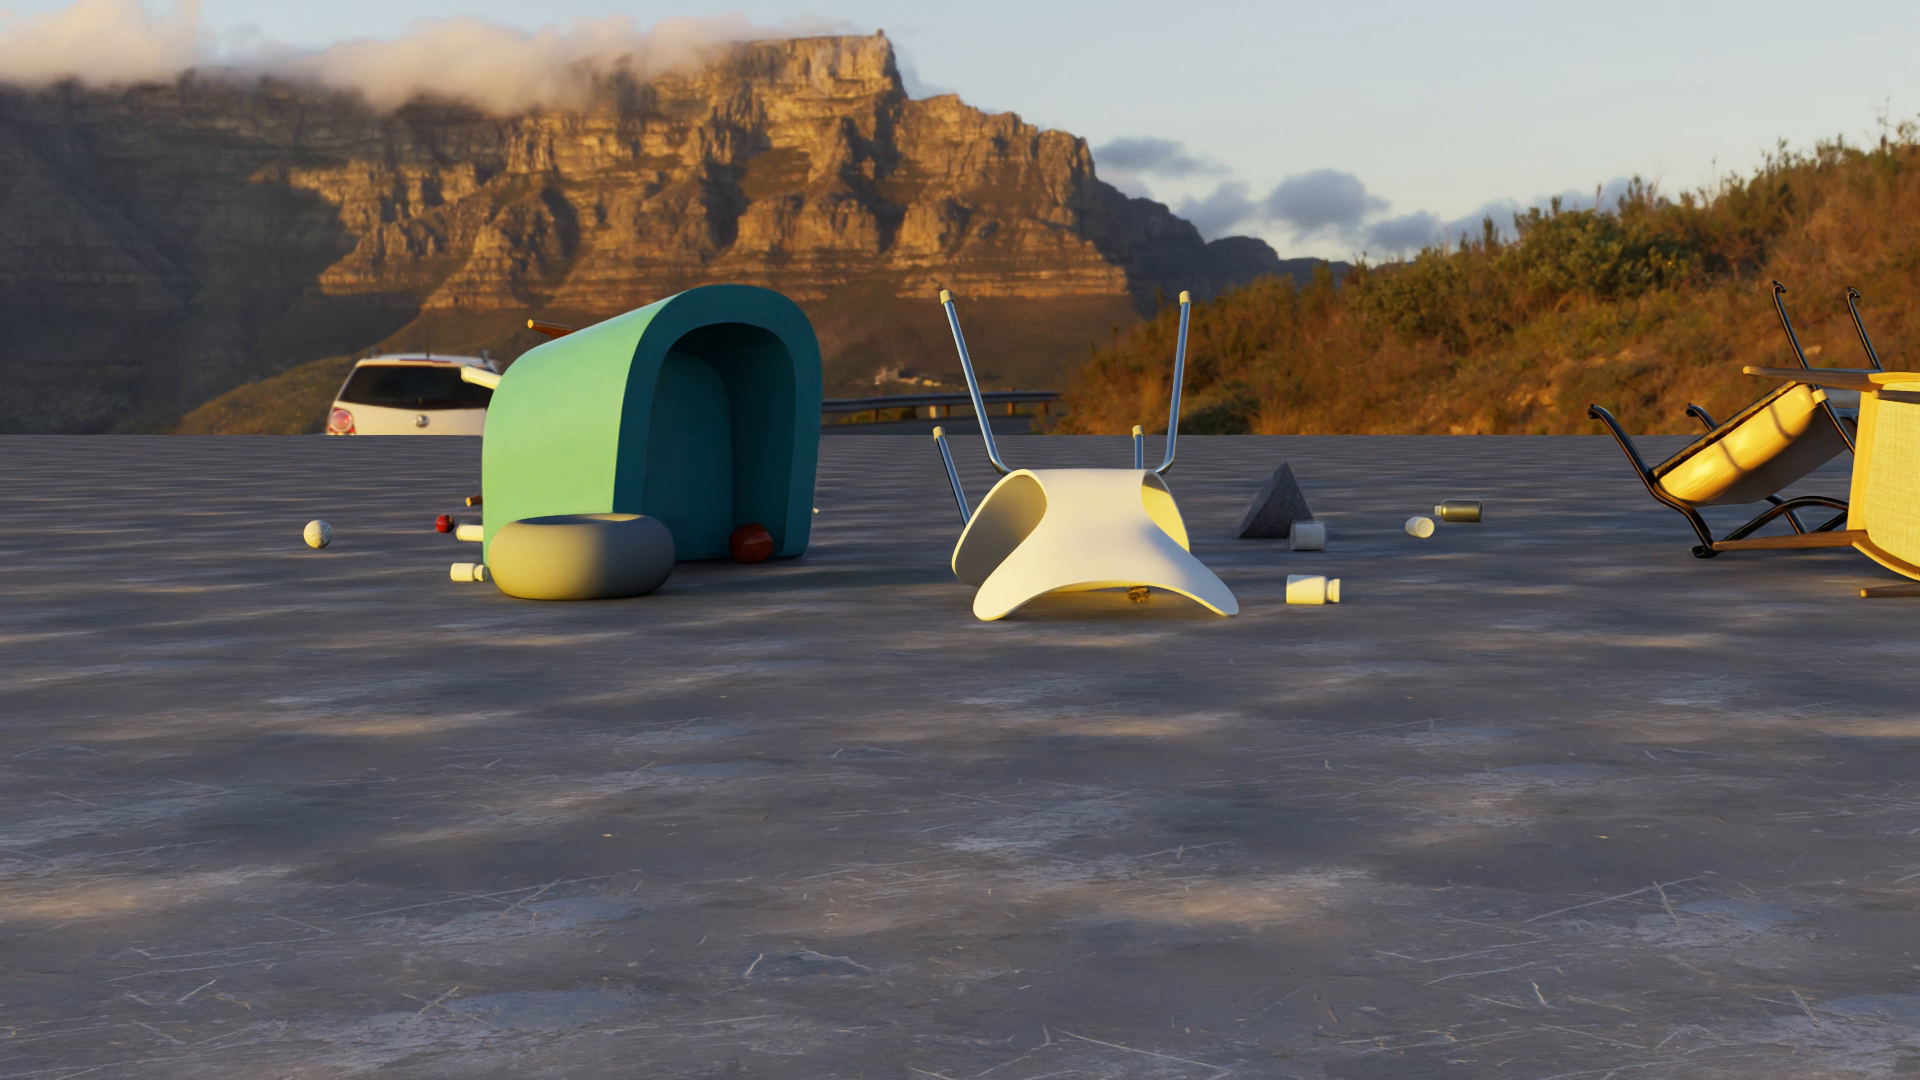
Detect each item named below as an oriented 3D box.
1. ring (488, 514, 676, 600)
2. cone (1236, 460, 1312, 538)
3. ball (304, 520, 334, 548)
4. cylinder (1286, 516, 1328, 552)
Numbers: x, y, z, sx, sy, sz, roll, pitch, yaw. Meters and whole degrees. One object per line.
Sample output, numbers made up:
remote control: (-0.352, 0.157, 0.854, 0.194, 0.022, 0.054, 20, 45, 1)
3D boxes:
ring: (-0.832, 0.035, 4.851, 0.405, 0.165, 0.484, -1, 5, 1)
cone: (1.004, -0.065, 6.645, 0.219, 0.273, 0.314, 32, 16, 1)
ball: (-1.812, -0.017, 6.211, 0.080, 0.080, 0.080, 0, 4, 0)
cylinder: (0.962, -0.012, 6.093, 0.078, 0.086, 0.133, -27, -19, 18)
